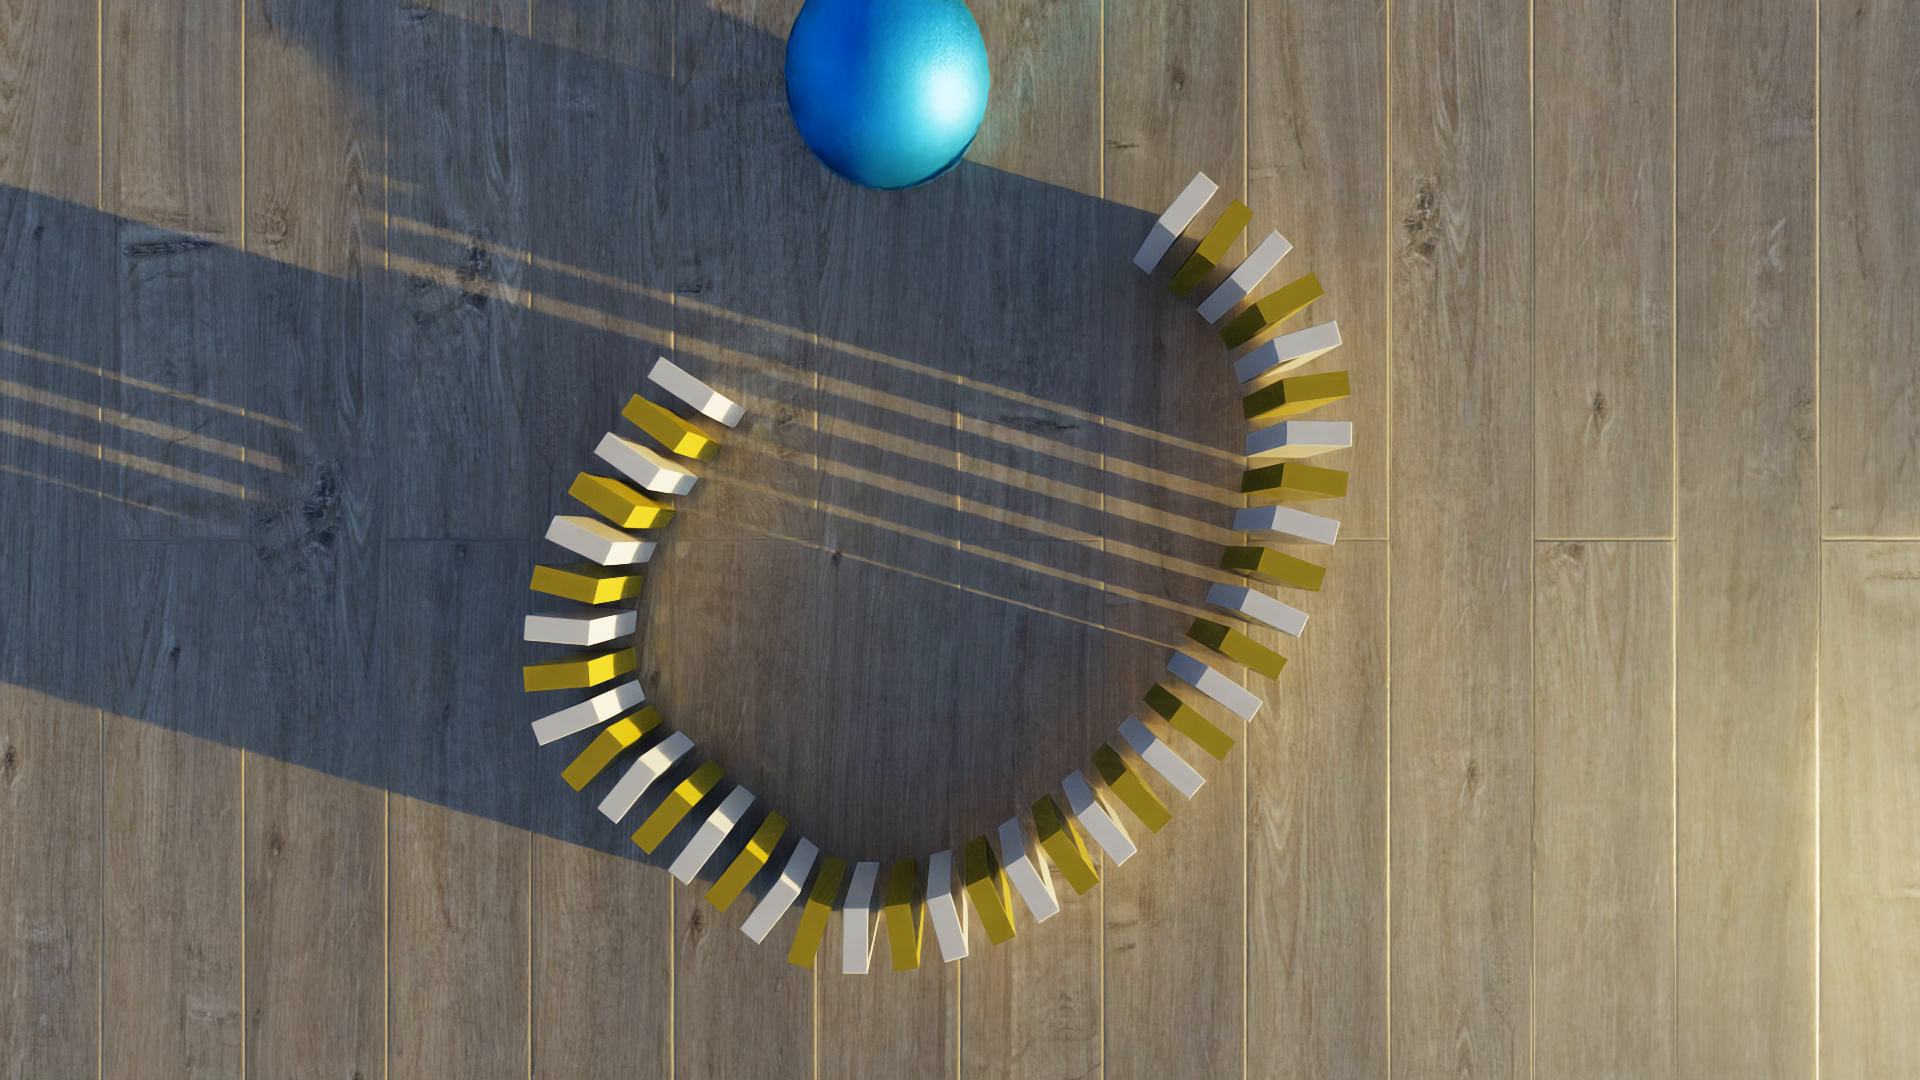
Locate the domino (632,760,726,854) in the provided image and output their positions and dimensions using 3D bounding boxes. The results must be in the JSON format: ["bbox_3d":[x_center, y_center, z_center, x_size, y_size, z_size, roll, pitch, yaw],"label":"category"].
[{"bbox_3d":[-0.114,0.108,0.375,0.010,0.050,0.025,42,90,0],"label":"domino"}]

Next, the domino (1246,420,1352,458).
[{"bbox_3d":[0.137,-0.041,0.375,0.025,0.050,0.009,1,90,0],"label":"domino"}]

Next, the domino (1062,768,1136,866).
[{"bbox_3d":[0.056,0.112,0.375,0.010,0.050,0.025,-41,90,0],"label":"domino"}]

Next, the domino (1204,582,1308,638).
[{"bbox_3d":[0.120,0.028,0.375,0.025,0.050,0.009,25,90,0],"label":"domino"}]

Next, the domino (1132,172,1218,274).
[{"bbox_3d":[0.087,-0.128,0.375,0.009,0.050,0.025,40,90,0],"label":"domino"}]

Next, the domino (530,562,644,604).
[{"bbox_3d":[-0.151,0.017,0.375,0.025,0.050,0.010,13,90,0],"label":"domino"}]

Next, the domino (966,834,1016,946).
[{"bbox_3d":[0.012,0.142,0.375,0.010,0.050,0.025,-25,90,0],"label":"domino"}]

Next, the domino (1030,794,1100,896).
[{"bbox_3d":[0.042,0.123,0.375,0.009,0.050,0.025,-37,90,0],"label":"domino"}]

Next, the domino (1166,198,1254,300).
[{"bbox_3d":[0.101,-0.118,0.375,0.010,0.050,0.025,37,90,0],"label":"domino"}]

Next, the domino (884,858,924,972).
[{"bbox_3d":[-0.022,0.152,0.375,0.009,0.050,0.025,-8,90,0],"label":"domino"}]

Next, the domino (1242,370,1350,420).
[{"bbox_3d":[0.136,-0.059,0.375,0.025,0.050,0.010,-7,90,0],"label":"domino"}]

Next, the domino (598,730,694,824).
[{"bbox_3d":[-0.127,0.096,0.375,0.009,0.050,0.025,40,90,0],"label":"domino"}]

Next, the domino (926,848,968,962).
[{"bbox_3d":[-0.005,0.148,0.375,0.009,0.050,0.025,-16,90,0],"label":"domino"}]

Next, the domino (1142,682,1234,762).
[{"bbox_3d":[0.092,0.073,0.375,0.025,0.050,0.010,37,90,0],"label":"domino"}]

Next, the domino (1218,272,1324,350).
[{"bbox_3d":[0.126,-0.092,0.375,0.025,0.050,0.010,-28,90,0],"label":"domino"}]

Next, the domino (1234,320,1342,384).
[{"bbox_3d":[0.133,-0.076,0.375,0.025,0.050,0.009,-16,90,0],"label":"domino"}]

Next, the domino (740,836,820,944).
[{"bbox_3d":[-0.073,0.142,0.375,0.010,0.050,0.025,39,90,0],"label":"domino"}]

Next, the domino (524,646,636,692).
[{"bbox_3d":[-0.154,0.052,0.375,0.025,0.050,0.010,-4,90,0],"label":"domino"}]

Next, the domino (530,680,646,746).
[{"bbox_3d":[-0.151,0.070,0.375,0.025,0.050,0.010,-21,90,0],"label":"domino"}]

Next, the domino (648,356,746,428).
[{"bbox_3d":[-0.107,-0.059,0.375,0.025,0.050,0.009,33,90,0],"label":"domino"}]

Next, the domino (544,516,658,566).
[{"bbox_3d":[-0.145,0.000,0.375,0.025,0.050,0.010,25,90,0],"label":"domino"}]

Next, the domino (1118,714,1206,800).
[{"bbox_3d":[0.081,0.087,0.375,0.025,0.050,0.010,41,90,0],"label":"domino"}]

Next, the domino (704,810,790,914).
[{"bbox_3d":[-0.086,0.130,0.375,0.010,0.050,0.025,40,90,0],"label":"domino"}]

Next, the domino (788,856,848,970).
[{"bbox_3d":[-0.058,0.151,0.375,0.010,0.050,0.025,19,90,0],"label":"domino"}]

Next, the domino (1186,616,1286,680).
[{"bbox_3d":[0.112,0.044,0.375,0.025,0.050,0.010,29,90,0],"label":"domino"}]

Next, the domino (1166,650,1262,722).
[{"bbox_3d":[0.103,0.059,0.375,0.025,0.050,0.010,33,90,0],"label":"domino"}]

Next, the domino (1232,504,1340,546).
[{"bbox_3d":[0.132,-0.006,0.375,0.025,0.050,0.010,15,90,0],"label":"domino"}]

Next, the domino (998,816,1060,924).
[{"bbox_3d":[0.027,0.133,0.375,0.009,0.050,0.025,-32,90,0],"label":"domino"}]

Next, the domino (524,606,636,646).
[{"bbox_3d":[-0.154,0.034,0.375,0.025,0.050,0.010,5,90,0],"label":"domino"}]

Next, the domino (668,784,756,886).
[{"bbox_3d":[-0.100,0.119,0.375,0.010,0.050,0.025,38,90,0],"label":"domino"}]

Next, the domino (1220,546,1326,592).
[{"bbox_3d":[0.127,0.011,0.375,0.025,0.050,0.009,20,90,0],"label":"domino"}]

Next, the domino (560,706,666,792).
[{"bbox_3d":[-0.141,0.084,0.375,0.009,0.050,0.025,45,90,0],"label":"domino"}]

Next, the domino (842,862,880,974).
[{"bbox_3d":[-0.040,0.153,0.375,0.009,0.050,0.025,1,90,0],"label":"domino"}]

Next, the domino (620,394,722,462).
[{"bbox_3d":[-0.117,-0.045,0.375,0.025,0.050,0.010,36,90,0],"label":"domino"}]

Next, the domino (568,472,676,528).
[{"bbox_3d":[-0.137,-0.016,0.375,0.025,0.050,0.010,32,90,0],"label":"domino"}]

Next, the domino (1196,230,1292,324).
[{"bbox_3d":[0.115,-0.106,0.375,0.009,0.050,0.025,44,90,0],"label":"domino"}]

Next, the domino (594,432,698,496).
[{"bbox_3d":[-0.127,-0.030,0.375,0.025,0.050,0.009,35,90,0],"label":"domino"}]

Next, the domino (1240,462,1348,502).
[{"bbox_3d":[0.136,-0.023,0.375,0.025,0.050,0.010,9,90,0],"label":"domino"}]

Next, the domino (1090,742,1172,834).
[{"bbox_3d":[0.069,0.100,0.375,0.009,0.050,0.025,-44,90,0],"label":"domino"}]

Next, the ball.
[{"bbox_3d":[-0.028,-0.180,0.360,0.080,0.080,0.080,0,90,0],"label":"ball"}]
